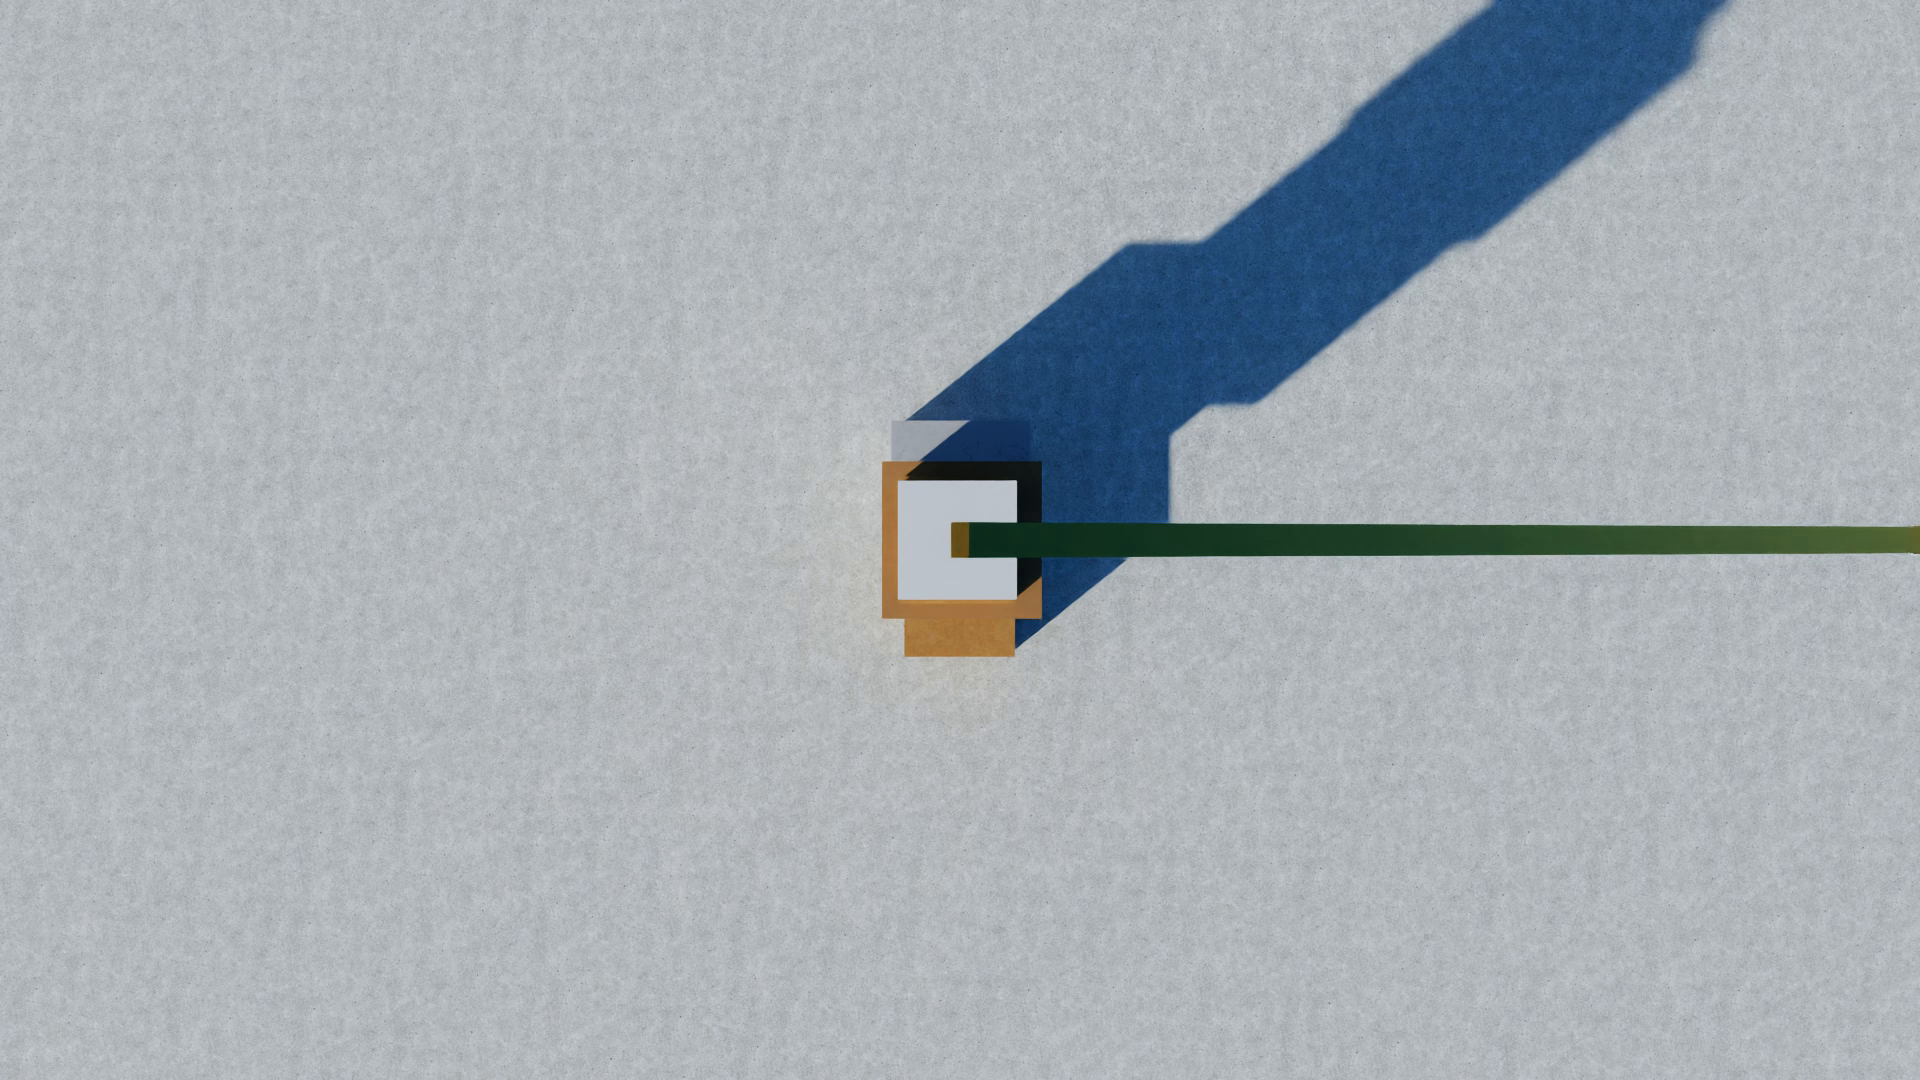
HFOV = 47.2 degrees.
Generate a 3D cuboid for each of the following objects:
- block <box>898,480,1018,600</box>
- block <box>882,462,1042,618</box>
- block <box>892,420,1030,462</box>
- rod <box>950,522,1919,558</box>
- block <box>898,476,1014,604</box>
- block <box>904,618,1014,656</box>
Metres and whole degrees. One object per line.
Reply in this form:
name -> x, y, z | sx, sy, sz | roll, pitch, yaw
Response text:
block -> -0.011, 0.000, 9.844 | 0.519, 0.495, 0.519 | 0, 90, 0
block -> 0.009, 0.000, 11.000 | 0.769, 0.816, 0.758 | 0, 90, 0
block -> 0.004, -0.293, 12.585 | 0.767, 0.831, 0.734 | 0, 90, 0
rod -> 2.234, 0.000, 6.289 | 5.200, 0.080, 0.080 | 0, 90, -31
block -> -0.018, 0.000, 10.342 | 0.534, 0.500, 0.585 | 0, 90, 0
block -> -0.001, 0.372, 12.718 | 0.625, 0.564, 0.577 | 0, 90, 0
